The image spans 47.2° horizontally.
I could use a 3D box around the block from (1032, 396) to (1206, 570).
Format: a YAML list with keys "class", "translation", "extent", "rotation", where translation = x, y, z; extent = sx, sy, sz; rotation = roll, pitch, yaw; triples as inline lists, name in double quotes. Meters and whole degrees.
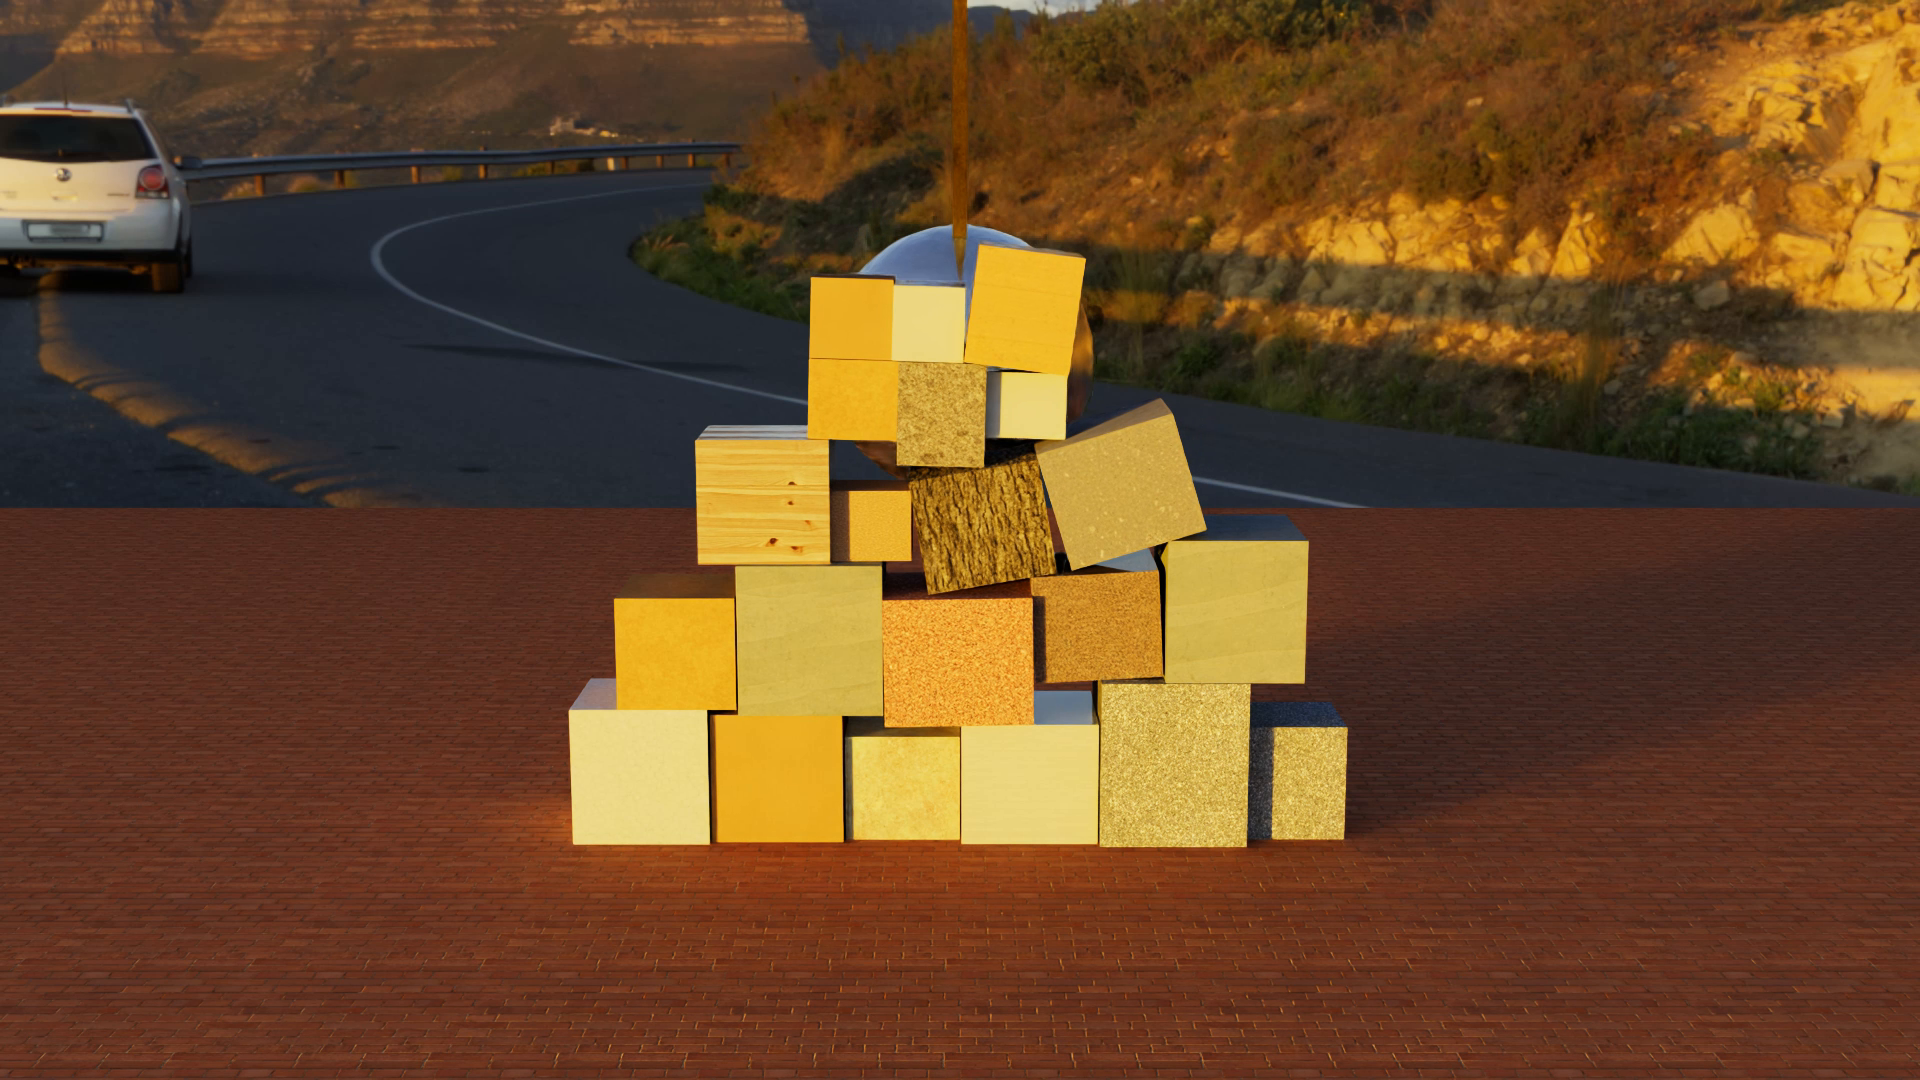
- class: "block"
  translation: [0.792, -0.297, 11.108]
  extent: [0.692, 0.603, 0.714]
  rotation: [-17, 10, 3]

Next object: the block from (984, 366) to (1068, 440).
- class: "block"
  translation: [0.327, -0.697, 11.069]
  extent: [0.401, 0.328, 0.357]
  rotation: [1, 10, 0]

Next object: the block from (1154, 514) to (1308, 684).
- class: "block"
  translation: [1.369, 0.290, 11.250]
  extent: [0.688, 0.718, 0.772]
  rotation: [0, 10, 0]

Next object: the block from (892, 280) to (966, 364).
- class: "block"
  translation: [-0.154, -1.094, 10.980]
  extent: [0.354, 0.369, 0.382]
  rotation: [2, 10, 0]

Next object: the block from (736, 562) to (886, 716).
- class: "block"
  translation: [-0.749, 0.445, 11.274]
  extent: [0.724, 0.762, 0.678]
  rotation: [0, 10, 0]

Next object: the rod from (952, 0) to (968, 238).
- class: "rod"
  translation: [0.000, -3.998, 11.367]
  extent: [0.080, 5.200, 0.080]
  rotation: [0, 31, 0]

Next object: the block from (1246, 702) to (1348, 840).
- class: "block"
  translation: [1.703, 1.188, 11.389]
  extent: [0.501, 0.588, 0.514]
  rotation: [0, 10, 0]

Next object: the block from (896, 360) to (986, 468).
- class: "block"
  translation: [-0.092, -0.654, 11.044]
  extent: [0.433, 0.511, 0.425]
  rotation: [2, 10, 0]

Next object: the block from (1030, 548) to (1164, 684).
- class: "block"
  translation: [0.684, 0.379, 11.262]
  extent: [0.635, 0.540, 0.631]
  rotation: [-3, 10, 1]

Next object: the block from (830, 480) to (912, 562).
- class: "block"
  translation: [-0.445, -0.101, 11.156]
  extent: [0.401, 0.355, 0.365]
  rotation: [0, 10, 0]

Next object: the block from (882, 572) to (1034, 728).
- class: "block"
  translation: [-0.009, 0.548, 11.278]
  extent: [0.744, 0.646, 0.717]
  rotation: [-1, 10, 0]

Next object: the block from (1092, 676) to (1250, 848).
- class: "block"
  translation: [1.073, 1.063, 11.363]
  extent: [0.738, 0.843, 0.756]
  rotation: [0, 10, 0]

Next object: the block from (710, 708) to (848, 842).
- class: "block"
  translation: [-0.923, 1.148, 11.394]
  extent: [0.664, 0.664, 0.631]
  rotation: [0, 10, 0]

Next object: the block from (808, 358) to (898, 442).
- class: "block"
  translation: [-0.527, -0.728, 11.040]
  extent: [0.439, 0.395, 0.441]
  rotation: [2, 10, 0]

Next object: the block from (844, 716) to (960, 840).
- class: "block"
  translation: [-0.291, 1.208, 11.418]
  extent: [0.578, 0.538, 0.568]
  rotation: [0, 10, 0]

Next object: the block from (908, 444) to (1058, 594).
- class: "block"
  translation: [0.114, -0.115, 11.175]
  extent: [0.649, 0.575, 0.608]
  rotation: [-10, 10, 2]

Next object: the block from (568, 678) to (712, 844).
- class: "block"
  translation: [-1.609, 1.135, 11.371]
  extent: [0.689, 0.698, 0.660]
  rotation: [0, 10, 0]

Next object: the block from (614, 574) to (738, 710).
- class: "block"
  translation: [-1.416, 0.513, 11.254]
  extent: [0.594, 0.567, 0.635]
  rotation: [0, 10, 0]

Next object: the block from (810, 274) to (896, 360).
- class: "block"
  translation: [-0.533, -1.117, 10.967]
  extent: [0.404, 0.394, 0.342]
  rotation: [2, 10, 0]

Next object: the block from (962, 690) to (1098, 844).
- class: "block"
  translation: [0.351, 1.169, 11.400]
  extent: [0.687, 0.621, 0.692]
  rotation: [0, 10, 0]

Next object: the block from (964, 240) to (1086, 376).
- class: "block"
  translation: [0.314, -1.162, 10.958]
  extent: [0.519, 0.575, 0.518]
  rotation: [8, 10, -1]

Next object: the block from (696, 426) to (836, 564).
- class: "block"
  translation: [-0.973, -0.236, 11.156]
  extent: [0.656, 0.622, 0.575]
  rotation: [0, 10, 0]

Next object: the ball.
- class: "ball"
  translation: [0.000, -1.069, 13.094]
  extent: [1.600, 1.600, 1.600]
  rotation: [0, 10, 0]
